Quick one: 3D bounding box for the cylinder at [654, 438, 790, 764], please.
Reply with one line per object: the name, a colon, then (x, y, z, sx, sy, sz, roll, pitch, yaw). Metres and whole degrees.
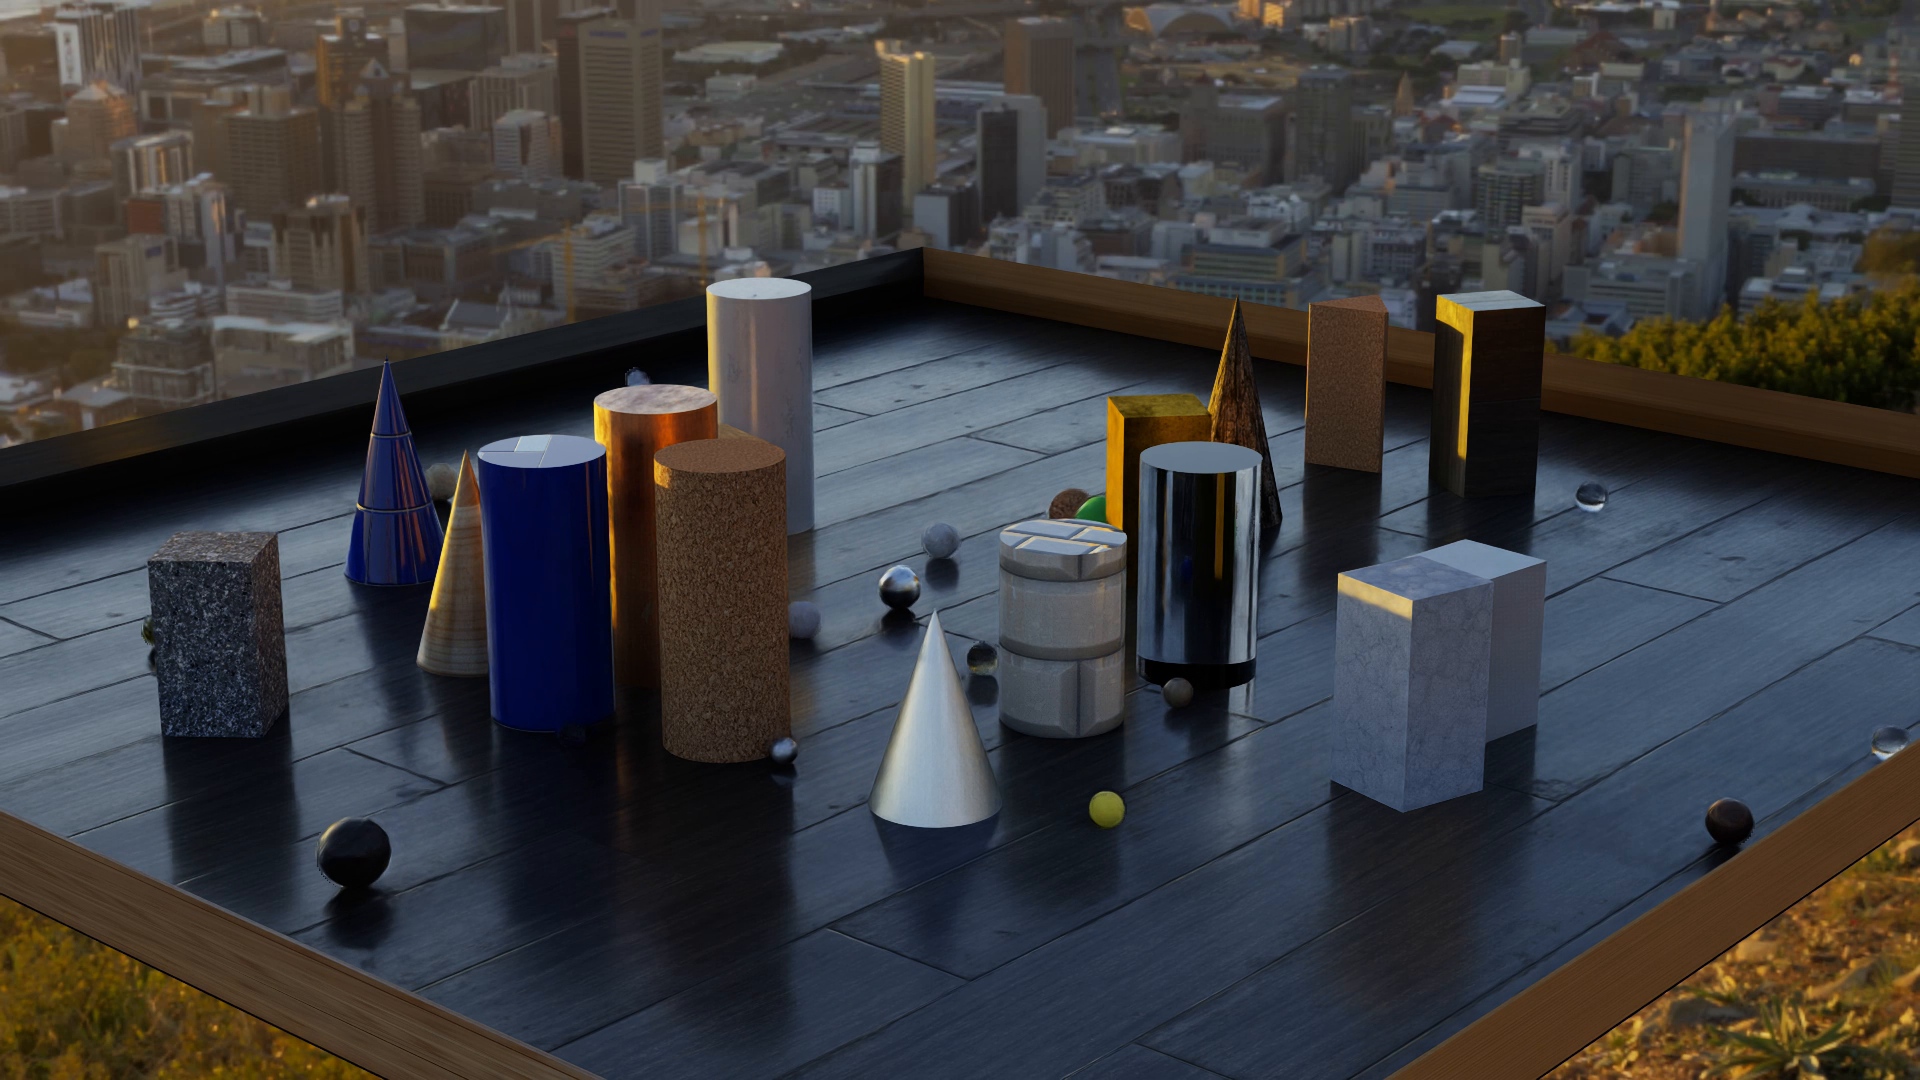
cylinder: (-0.353, 0.089, 4.378, 0.194, 0.447, 0.194, 0, 17, 0)

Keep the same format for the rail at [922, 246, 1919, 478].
rail: (1.178, -0.360, 6.419, 3.414, 0.126, 0.045, 14, 22, 39)

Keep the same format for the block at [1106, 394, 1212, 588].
block: (0.350, -0.088, 5.203, 0.155, 0.310, 0.155, -2, 17, -7)

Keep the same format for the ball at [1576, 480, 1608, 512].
ball: (1.211, -0.083, 5.619, 0.060, 0.060, 0.060, 0, 17, 0)

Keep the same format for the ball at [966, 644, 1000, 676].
ball: (0.037, 0.193, 4.718, 0.052, 0.052, 0.052, 0, 17, 0)

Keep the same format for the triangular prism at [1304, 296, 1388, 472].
triangular prism: (0.810, -0.323, 5.948, 0.168, 0.328, 0.145, 10, 19, 29)

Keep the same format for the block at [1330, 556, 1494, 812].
block: (0.649, 0.205, 4.221, 0.155, 0.316, 0.155, -11, 20, -33)

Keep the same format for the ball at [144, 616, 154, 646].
ball: (-1.324, 0.149, 4.856, 0.055, 0.055, 0.055, 0, 17, 0)

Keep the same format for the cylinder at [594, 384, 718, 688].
cylinder: (-0.480, -0.008, 4.694, 0.194, 0.449, 0.194, 0, 17, 0)

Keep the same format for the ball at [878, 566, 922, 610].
ball: (-0.104, 0.082, 5.045, 0.075, 0.075, 0.075, 0, 17, 0)

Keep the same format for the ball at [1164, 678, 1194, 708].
ball: (0.341, 0.238, 4.578, 0.047, 0.047, 0.047, 0, 17, 0)

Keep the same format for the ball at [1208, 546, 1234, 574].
ball: (0.465, 0.037, 5.240, 0.049, 0.049, 0.049, 0, 17, 0)

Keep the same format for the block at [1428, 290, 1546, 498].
block: (1.033, -0.287, 5.754, 0.155, 0.373, 0.155, -5, 18, -17)

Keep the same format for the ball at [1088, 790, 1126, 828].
ball: (0.206, 0.377, 4.108, 0.051, 0.051, 0.051, 0, 17, 0)

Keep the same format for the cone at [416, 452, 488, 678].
cone: (-0.793, 0.023, 4.755, 0.194, 0.355, 0.194, 0, 17, 0)

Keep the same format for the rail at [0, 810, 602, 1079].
rail: (-1.178, 0.423, 3.821, 3.414, 0.126, 0.045, 14, 22, 39)

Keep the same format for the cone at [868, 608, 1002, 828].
cone: (-0.035, 0.235, 4.161, 0.194, 0.293, 0.194, 0, 17, 0)

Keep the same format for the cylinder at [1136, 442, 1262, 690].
cylinder: (0.382, 0.040, 4.695, 0.194, 0.358, 0.194, 0, 17, 0)

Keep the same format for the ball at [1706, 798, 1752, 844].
ball: (1.062, 0.388, 4.050, 0.064, 0.064, 0.064, 0, 17, 0)

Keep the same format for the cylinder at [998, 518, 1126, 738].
cylinder: (0.157, 0.134, 4.499, 0.194, 0.291, 0.194, 0, 17, 0)

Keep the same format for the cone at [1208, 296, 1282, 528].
cone: (0.519, -0.253, 5.534, 0.194, 0.434, 0.194, 0, 17, 0)

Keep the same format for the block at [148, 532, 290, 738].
block: (-1.133, 0.143, 4.489, 0.155, 0.279, 0.155, 1, 17, 2)

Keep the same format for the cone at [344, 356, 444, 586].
cone: (-1.008, -0.136, 5.210, 0.194, 0.397, 0.194, 0, 17, 0)

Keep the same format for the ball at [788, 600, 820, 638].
ball: (-0.267, 0.133, 4.896, 0.064, 0.064, 0.064, 0, 17, 0)

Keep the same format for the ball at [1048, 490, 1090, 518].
ball: (0.209, -0.050, 5.458, 0.088, 0.088, 0.088, 0, 17, 0)

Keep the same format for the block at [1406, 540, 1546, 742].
block: (0.778, 0.155, 4.478, 0.155, 0.262, 0.155, -15, 22, -40)

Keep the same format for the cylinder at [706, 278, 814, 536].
cylinder: (-0.372, -0.249, 5.487, 0.194, 0.453, 0.194, 0, 17, 0)

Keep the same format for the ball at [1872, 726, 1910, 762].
ball: (1.380, 0.303, 4.349, 0.055, 0.055, 0.055, 0, 17, 0)

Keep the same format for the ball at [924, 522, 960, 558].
ball: (-0.034, 0.000, 5.333, 0.065, 0.065, 0.065, 0, 17, 0)

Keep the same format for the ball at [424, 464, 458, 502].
ball: (-1.009, -0.110, 5.688, 0.072, 0.072, 0.072, 0, 17, 0)

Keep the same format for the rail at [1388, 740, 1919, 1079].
rail: (1.271, 0.350, 4.064, 0.045, 0.126, 3.641, 14, 22, 39)

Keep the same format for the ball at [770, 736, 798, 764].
ball: (-0.260, 0.312, 4.343, 0.040, 0.040, 0.040, 0, 17, 0)

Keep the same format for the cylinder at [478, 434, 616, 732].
cylinder: (-0.633, 0.065, 4.506, 0.194, 0.418, 0.194, 0, 17, 0)

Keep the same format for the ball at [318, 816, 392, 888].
ball: (-0.806, 0.415, 3.905, 0.095, 0.095, 0.095, 0, 17, 0)

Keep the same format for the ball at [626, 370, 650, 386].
ball: (-0.717, -0.354, 6.532, 0.050, 0.050, 0.050, 0, 17, 0)

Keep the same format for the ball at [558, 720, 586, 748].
ball: (-0.583, 0.293, 4.405, 0.041, 0.041, 0.041, 0, 17, 0)

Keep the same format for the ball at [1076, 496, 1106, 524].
ball: (0.259, -0.031, 5.382, 0.097, 0.097, 0.097, 0, 17, 0)

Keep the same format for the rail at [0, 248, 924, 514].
rail: (-1.271, -0.287, 6.177, 0.045, 0.126, 3.641, 14, 22, 39)

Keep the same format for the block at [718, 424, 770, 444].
block: (-0.422, -0.015, 4.943, 0.155, 0.319, 0.155, -11, 20, -32)
